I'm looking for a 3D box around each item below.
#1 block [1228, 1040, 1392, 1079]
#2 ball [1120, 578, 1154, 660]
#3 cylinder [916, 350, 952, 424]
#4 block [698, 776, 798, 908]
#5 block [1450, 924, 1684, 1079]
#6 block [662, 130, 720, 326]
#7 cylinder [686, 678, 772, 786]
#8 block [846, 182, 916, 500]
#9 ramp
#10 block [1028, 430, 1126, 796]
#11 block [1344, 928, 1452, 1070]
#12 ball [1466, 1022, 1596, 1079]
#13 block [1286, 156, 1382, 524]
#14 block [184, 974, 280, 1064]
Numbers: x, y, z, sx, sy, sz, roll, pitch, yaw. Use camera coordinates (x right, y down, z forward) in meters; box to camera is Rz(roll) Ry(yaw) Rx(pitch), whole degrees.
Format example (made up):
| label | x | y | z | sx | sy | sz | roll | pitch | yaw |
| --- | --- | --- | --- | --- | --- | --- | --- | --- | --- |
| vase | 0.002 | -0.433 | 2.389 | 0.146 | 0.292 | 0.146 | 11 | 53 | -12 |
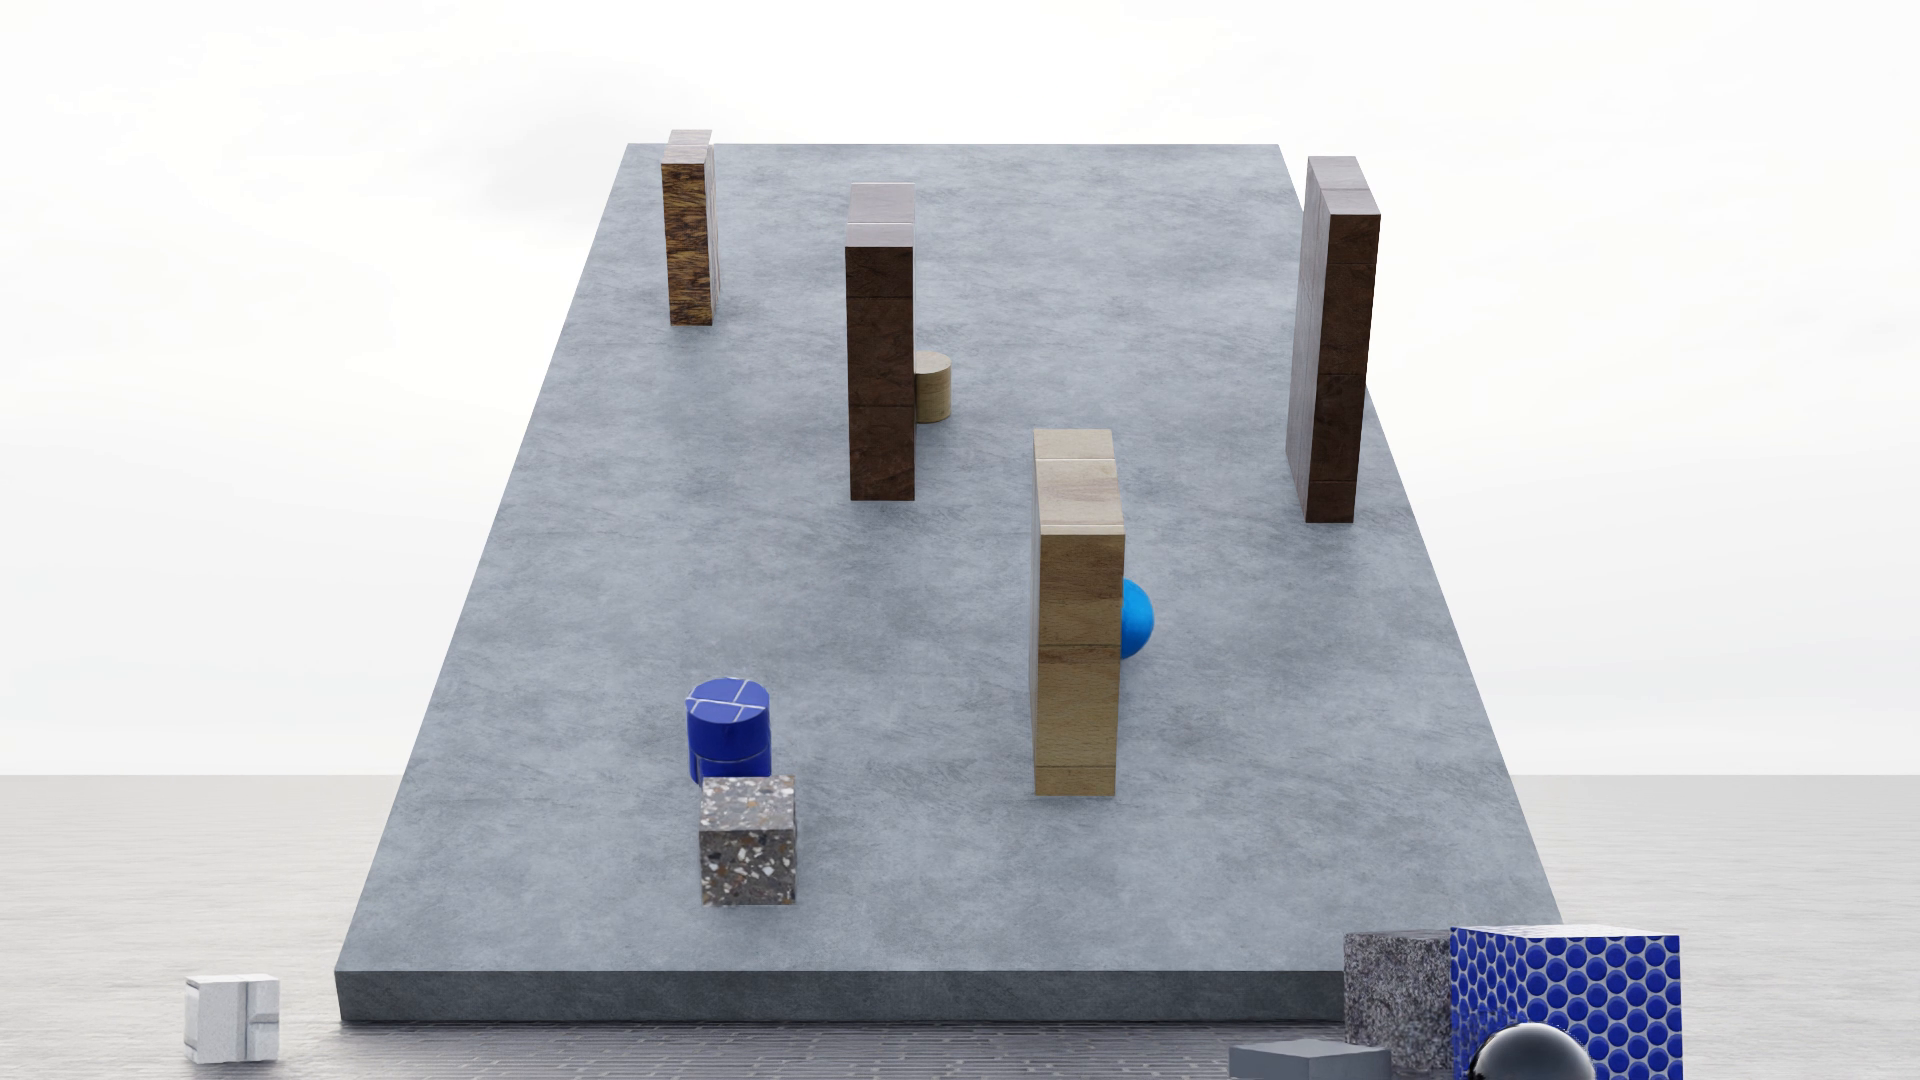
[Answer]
| label | x | y | z | sx | sy | sz | roll | pitch | yaw |
| --- | --- | --- | --- | --- | --- | --- | --- | --- | --- |
| block | 0.362 | 0.585 | 2.476 | 0.117 | 0.117 | 0.117 | 4 | -7 | -36 |
| ball | 0.296 | 0.153 | 4.657 | 0.166 | 0.166 | 0.166 | 0 | -5 | 0 |
| cylinder | -0.085 | -0.360 | 5.636 | 0.129 | 0.129 | 0.129 | 0 | 29 | 0 |
| block | -0.354 | 0.505 | 4.016 | 0.154 | 0.154 | 0.154 | -1 | 29 | -2 |
| block | 0.749 | 0.588 | 2.971 | 0.205 | 0.205 | 0.205 | 1 | -6 | -14 |
| block | -0.686 | -0.800 | 6.123 | 0.106 | 0.435 | 0.258 | 0 | 29 | 0 |
| cylinder | -0.415 | 0.351 | 4.305 | 0.149 | 0.149 | 0.149 | 0 | 29 | 0 |
| block | -0.170 | -0.442 | 5.298 | 0.141 | 0.597 | 0.392 | 0 | 29 | 0 |
| ramp | -0.012 | -0.220 | 5.619 | 2.000 | 0.100 | 4.000 | 0 | 29 | 0 |
| block | 0.205 | 0.127 | 4.322 | 0.142 | 0.530 | 0.404 | 0 | 29 | 0 |
| block | 0.663 | 0.641 | 3.357 | 0.174 | 0.174 | 0.174 | 3 | -6 | -29 |
| ball | 0.582 | 0.557 | 2.437 | 0.130 | 0.130 | 0.130 | 0 | -5 | 0 |
| block | 0.800 | -0.432 | 5.168 | 0.103 | 0.708 | 0.353 | 0 | 29 | 0 |
| block | -1.030 | 0.675 | 3.383 | 0.110 | 0.110 | 0.110 | 3 | -6 | -27 |
